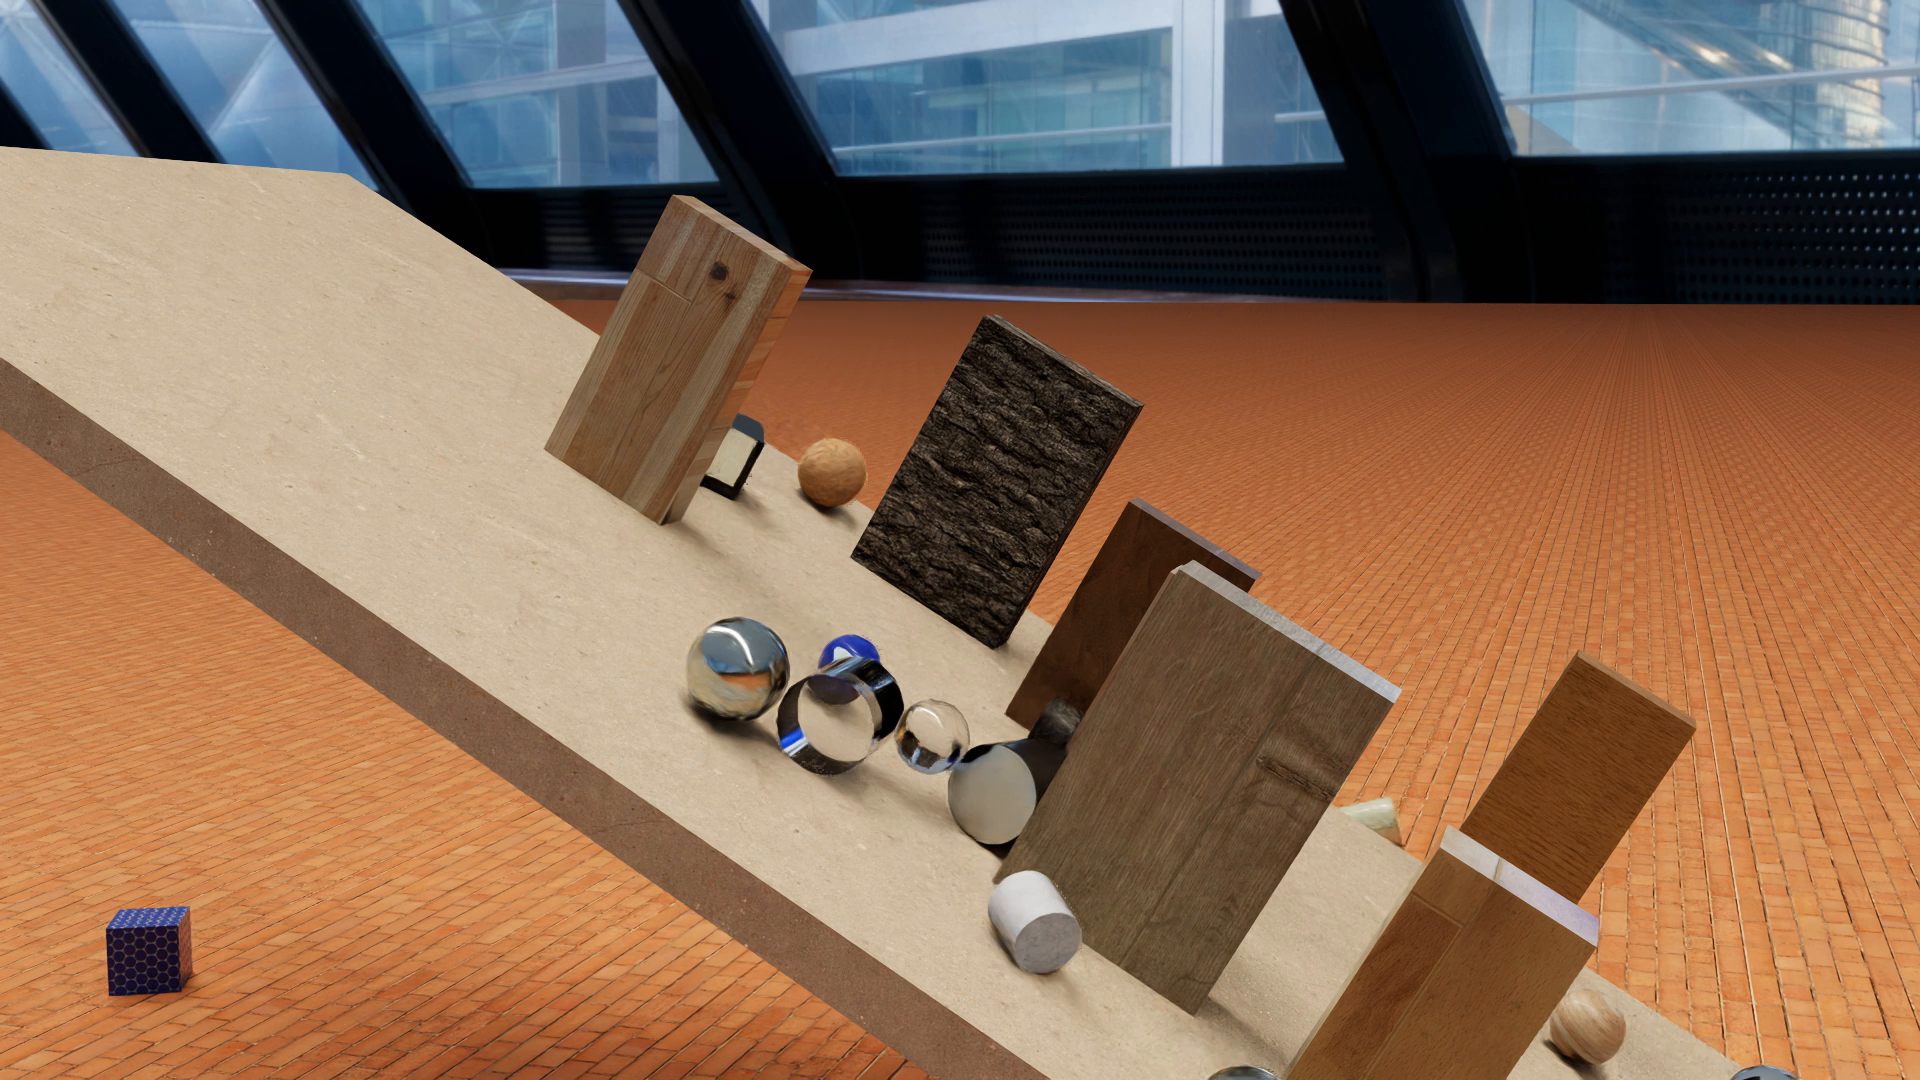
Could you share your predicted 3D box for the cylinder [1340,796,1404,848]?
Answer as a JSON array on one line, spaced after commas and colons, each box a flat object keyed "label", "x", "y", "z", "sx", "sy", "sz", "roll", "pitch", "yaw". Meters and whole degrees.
[{"label": "cylinder", "x": 1.286, "y": 0.901, "z": 6.878, "sx": 0.166, "sy": 0.166, "sz": 0.166, "roll": -14, "pitch": 5, "yaw": 9}]

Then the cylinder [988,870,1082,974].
[{"label": "cylinder", "x": 0.112, "y": 0.579, "z": 3.337, "sx": 0.111, "sy": 0.111, "sz": 0.111, "roll": -3, "pitch": 27, "yaw": -21}]

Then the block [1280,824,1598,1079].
[{"label": "block", "x": 0.663, "y": 0.702, "z": 3.156, "sx": 0.247, "sy": 0.521, "sz": 0.137, "roll": 33, "pitch": 15, "yaw": 11}]

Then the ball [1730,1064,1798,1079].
[{"label": "ball", "x": 1.546, "y": 1.096, "z": 4.212, "sx": 0.176, "sy": 0.176, "sz": 0.176, "roll": 0, "pitch": 7, "yaw": 0}]

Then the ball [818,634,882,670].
[{"label": "ball", "x": -0.197, "y": 0.226, "z": 3.934, "sx": 0.113, "sy": 0.113, "sz": 0.113, "roll": 0, "pitch": 7, "yaw": 0}]

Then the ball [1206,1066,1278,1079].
[{"label": "ball", "x": 0.392, "y": 0.803, "z": 3.036, "sx": 0.152, "sy": 0.152, "sz": 0.152, "roll": 0, "pitch": 7, "yaw": 0}]

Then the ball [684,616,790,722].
[{"label": "ball", "x": -0.359, "y": 0.209, "z": 3.550, "sx": 0.169, "sy": 0.169, "sz": 0.169, "roll": 0, "pitch": 7, "yaw": 0}]

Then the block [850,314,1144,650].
[{"label": "block", "x": 0.075, "y": -0.123, "z": 4.659, "sx": 0.371, "sy": 0.599, "sz": 0.103, "roll": 33, "pitch": 15, "yaw": 11}]

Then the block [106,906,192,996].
[{"label": "block", "x": -2.114, "y": 1.071, "z": 5.740, "sx": 0.178, "sy": 0.178, "sz": 0.178, "roll": -1, "pitch": 7, "yaw": -10}]

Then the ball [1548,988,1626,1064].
[{"label": "ball", "x": 1.192, "y": 0.926, "z": 4.181, "sx": 0.141, "sy": 0.141, "sz": 0.141, "roll": 0, "pitch": 7, "yaw": 0}]

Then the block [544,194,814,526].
[{"label": "block", "x": -0.551, "y": -0.348, "z": 4.278, "sx": 0.287, "sy": 0.569, "sz": 0.099, "roll": 33, "pitch": 15, "yaw": 11}]

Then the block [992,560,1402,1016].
[{"label": "block", "x": 0.370, "y": 0.392, "z": 3.484, "sx": 0.384, "sy": 0.600, "sz": 0.115, "roll": 33, "pitch": 15, "yaw": 11}]

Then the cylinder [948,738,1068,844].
[{"label": "cylinder", "x": 0.093, "y": 0.423, "z": 3.716, "sx": 0.167, "sy": 0.167, "sz": 0.167, "roll": 4, "pitch": 1, "yaw": 29}]

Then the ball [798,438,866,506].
[{"label": "ball", "x": -0.289, "y": -0.152, "z": 4.954, "sx": 0.154, "sy": 0.154, "sz": 0.154, "roll": 0, "pitch": 7, "yaw": 0}]

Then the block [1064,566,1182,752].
[{"label": "block", "x": 0.361, "y": 0.346, "z": 3.768, "sx": 0.292, "sy": 0.527, "sz": 0.093, "roll": 33, "pitch": 15, "yaw": 11}]

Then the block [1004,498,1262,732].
[{"label": "block", "x": 0.334, "y": 0.203, "z": 4.266, "sx": 0.284, "sy": 0.493, "sz": 0.085, "roll": 33, "pitch": 15, "yaw": 11}]

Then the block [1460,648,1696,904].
[{"label": "block", "x": 1.210, "y": 0.559, "z": 4.491, "sx": 0.267, "sy": 0.621, "sz": 0.098, "roll": 33, "pitch": 15, "yaw": 11}]

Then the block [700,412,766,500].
[{"label": "block", "x": -0.515, "y": -0.196, "z": 4.690, "sx": 0.143, "sy": 0.143, "sz": 0.143, "roll": 25, "pitch": 15, "yaw": -16}]

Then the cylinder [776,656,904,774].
[{"label": "cylinder", "x": -0.196, "y": 0.288, "z": 3.623, "sx": 0.165, "sy": 0.165, "sz": 0.165, "roll": 2, "pitch": 8, "yaw": 15}]

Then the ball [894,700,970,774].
[{"label": "ball", "x": -0.046, "y": 0.327, "z": 3.652, "sx": 0.125, "sy": 0.125, "sz": 0.125, "roll": 0, "pitch": 7, "yaw": 0}]

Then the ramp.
[{"label": "ramp", "x": -0.184, "y": 0.303, "z": 4.128, "sx": 4.000, "sy": 0.100, "sz": 2.000, "roll": 33, "pitch": 15, "yaw": 11}]
